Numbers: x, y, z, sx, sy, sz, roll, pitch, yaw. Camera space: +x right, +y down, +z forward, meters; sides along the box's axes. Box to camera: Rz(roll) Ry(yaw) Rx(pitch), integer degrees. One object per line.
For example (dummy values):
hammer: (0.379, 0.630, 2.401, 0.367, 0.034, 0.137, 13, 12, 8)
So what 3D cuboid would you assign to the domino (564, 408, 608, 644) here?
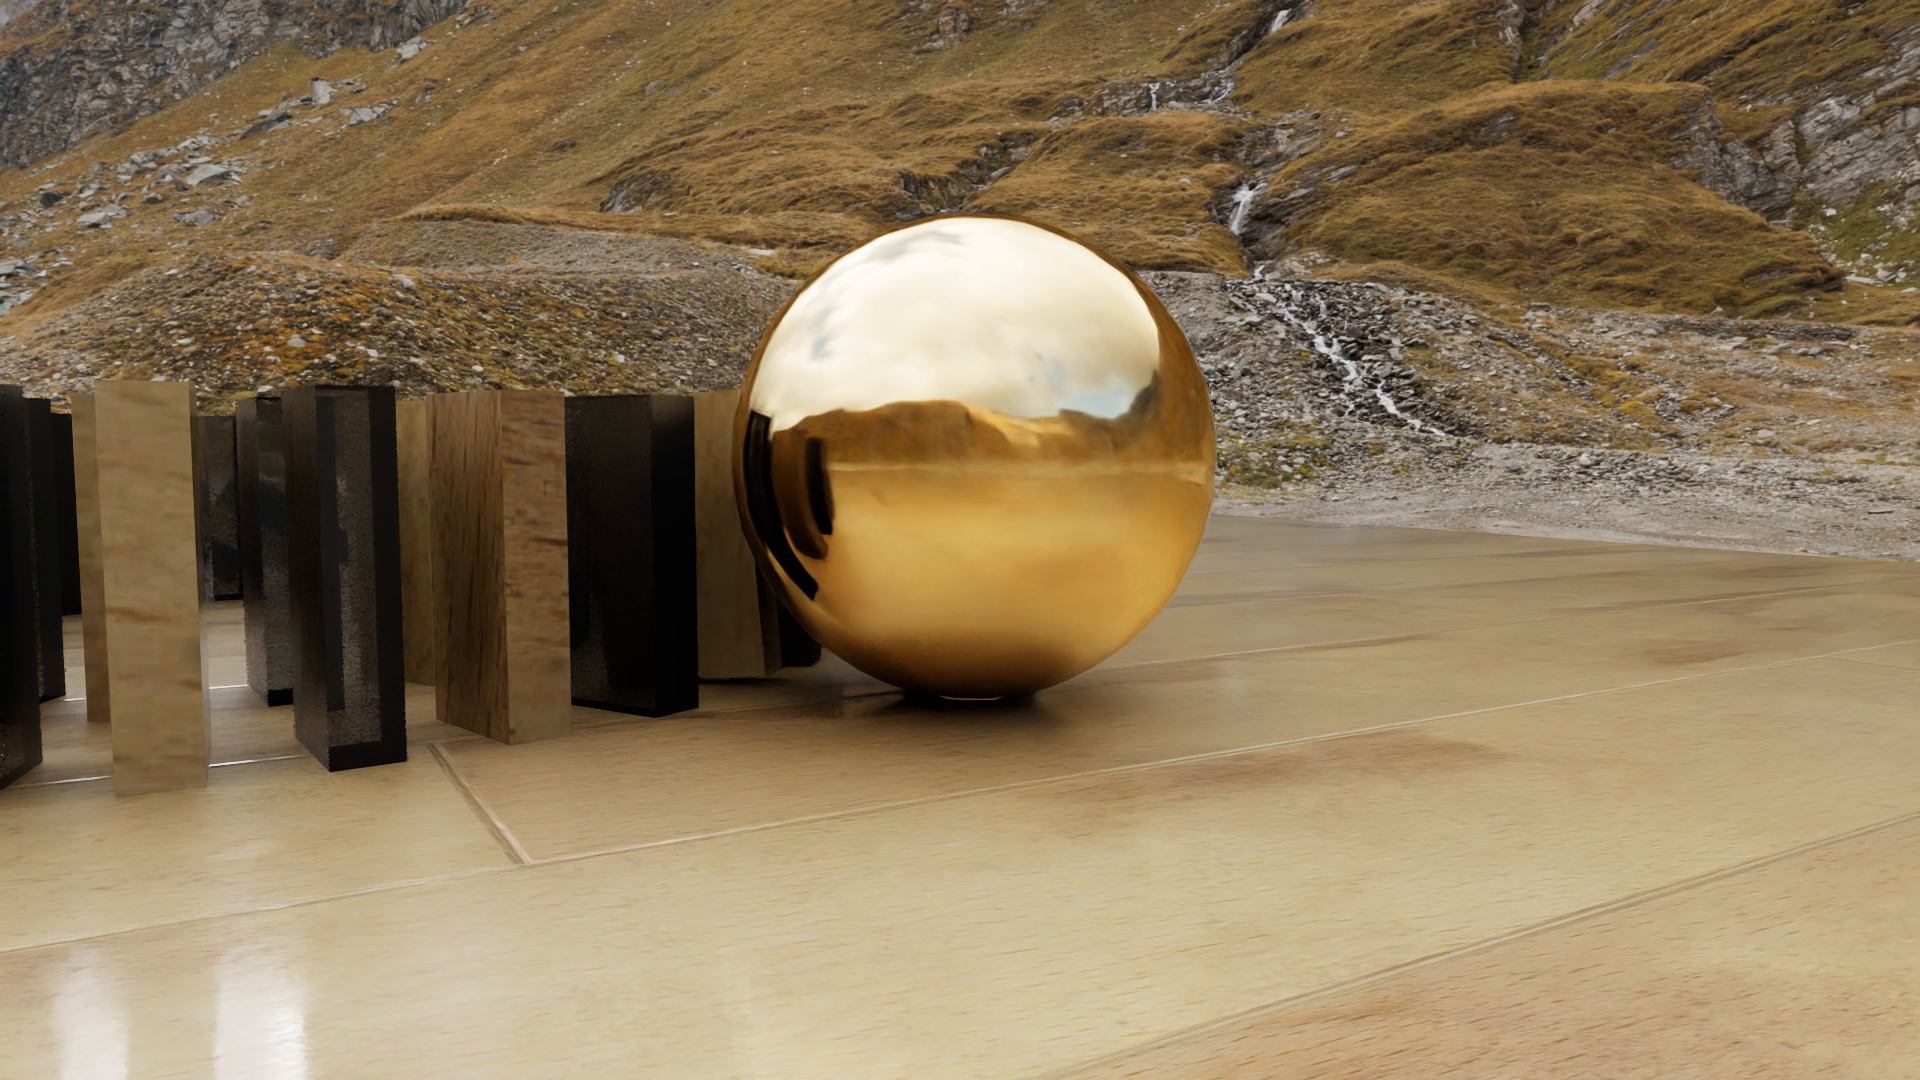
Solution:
domino: (-0.090, -0.003, 0.275, 0.025, 0.050, 0.009, 0, 4, -2)

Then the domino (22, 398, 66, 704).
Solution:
domino: (-0.155, 0.002, 0.203, 0.010, 0.050, 0.025, 0, 4, -5)

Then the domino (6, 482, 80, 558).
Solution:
domino: (-0.264, -0.003, 0.377, 0.025, 0.009, 0.050, 4, -26, 45)

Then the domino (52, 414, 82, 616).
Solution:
domino: (-0.233, -0.007, 0.324, 0.025, 0.050, 0.009, 2, 5, 27)

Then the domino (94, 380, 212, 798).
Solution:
domino: (-0.104, 0.005, 0.166, 0.009, 0.050, 0.025, -2, 5, -29)

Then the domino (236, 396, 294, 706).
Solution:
domino: (-0.116, 0.001, 0.219, 0.009, 0.050, 0.025, -3, 5, -36)

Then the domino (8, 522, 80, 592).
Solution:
domino: (-0.275, -0.002, 0.359, 0.025, 0.009, 0.050, 3, -28, 38)

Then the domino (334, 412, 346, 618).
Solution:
domino: (-0.148, -0.007, 0.326, 0.009, 0.050, 0.025, 0, 4, -4)

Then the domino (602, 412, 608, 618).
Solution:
domino: (-0.095, -0.005, 0.296, 0.025, 0.050, 0.010, -2, 5, -28)

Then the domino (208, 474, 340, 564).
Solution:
domino: (-0.214, -0.005, 0.417, 0.050, 0.009, 0.025, 29, -5, -17)

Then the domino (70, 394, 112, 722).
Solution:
domino: (-0.134, 0.002, 0.208, 0.010, 0.050, 0.025, -2, 5, -23)

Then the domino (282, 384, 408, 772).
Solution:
domino: (-0.085, 0.004, 0.177, 0.010, 0.050, 0.025, -3, 5, -36)

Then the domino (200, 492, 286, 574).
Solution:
domino: (-0.233, -0.005, 0.408, 0.050, 0.010, 0.025, 30, -7, -21)

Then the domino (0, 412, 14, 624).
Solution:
domino: (-0.240, -0.005, 0.304, 0.025, 0.050, 0.010, 1, 4, 12)

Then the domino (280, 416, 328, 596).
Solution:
domino: (-0.189, -0.010, 0.370, 0.009, 0.050, 0.025, -2, 5, -24)

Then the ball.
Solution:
ball: (0.002, -0.014, 0.215, 0.080, 0.080, 0.080, 0, 4, 0)

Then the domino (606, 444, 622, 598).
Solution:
domino: (-0.086, -0.010, 0.362, 0.009, 0.050, 0.025, 3, 5, 37)

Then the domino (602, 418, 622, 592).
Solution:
domino: (-0.105, -0.010, 0.373, 0.010, 0.050, 0.025, 2, 5, 24)

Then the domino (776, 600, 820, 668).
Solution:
domino: (-0.041, -0.001, 0.249, 0.025, 0.050, 0.009, 0, 4, 6)

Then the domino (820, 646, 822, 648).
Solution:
domino: (-0.039, -0.003, 0.270, 0.025, 0.050, 0.009, 0, 4, 2)

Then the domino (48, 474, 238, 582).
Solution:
domino: (-0.250, -0.004, 0.394, 0.050, 0.009, 0.025, 34, -15, -31)

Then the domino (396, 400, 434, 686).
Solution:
domino: (-0.101, 0.000, 0.234, 0.025, 0.050, 0.009, 3, 5, 32)

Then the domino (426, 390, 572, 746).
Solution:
domino: (-0.069, 0.003, 0.191, 0.010, 0.050, 0.025, -4, 6, -45)

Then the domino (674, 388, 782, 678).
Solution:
domino: (-0.048, -0.001, 0.230, 0.025, 0.050, 0.009, -4, 3, 10)

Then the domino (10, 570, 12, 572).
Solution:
domino: (-0.284, -0.002, 0.340, 0.025, 0.010, 0.050, 2, -32, 30)

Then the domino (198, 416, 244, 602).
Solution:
domino: (-0.207, -0.009, 0.358, 0.010, 0.050, 0.025, -4, 6, -42)

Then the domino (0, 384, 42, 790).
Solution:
domino: (-0.123, 0.006, 0.157, 0.010, 0.050, 0.025, -2, 5, -20)

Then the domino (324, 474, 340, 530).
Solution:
domino: (-0.194, -0.005, 0.426, 0.050, 0.010, 0.025, 28, 0, -9)

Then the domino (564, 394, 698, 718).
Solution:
domino: (-0.055, 0.002, 0.208, 0.025, 0.050, 0.009, 3, 5, 32)
